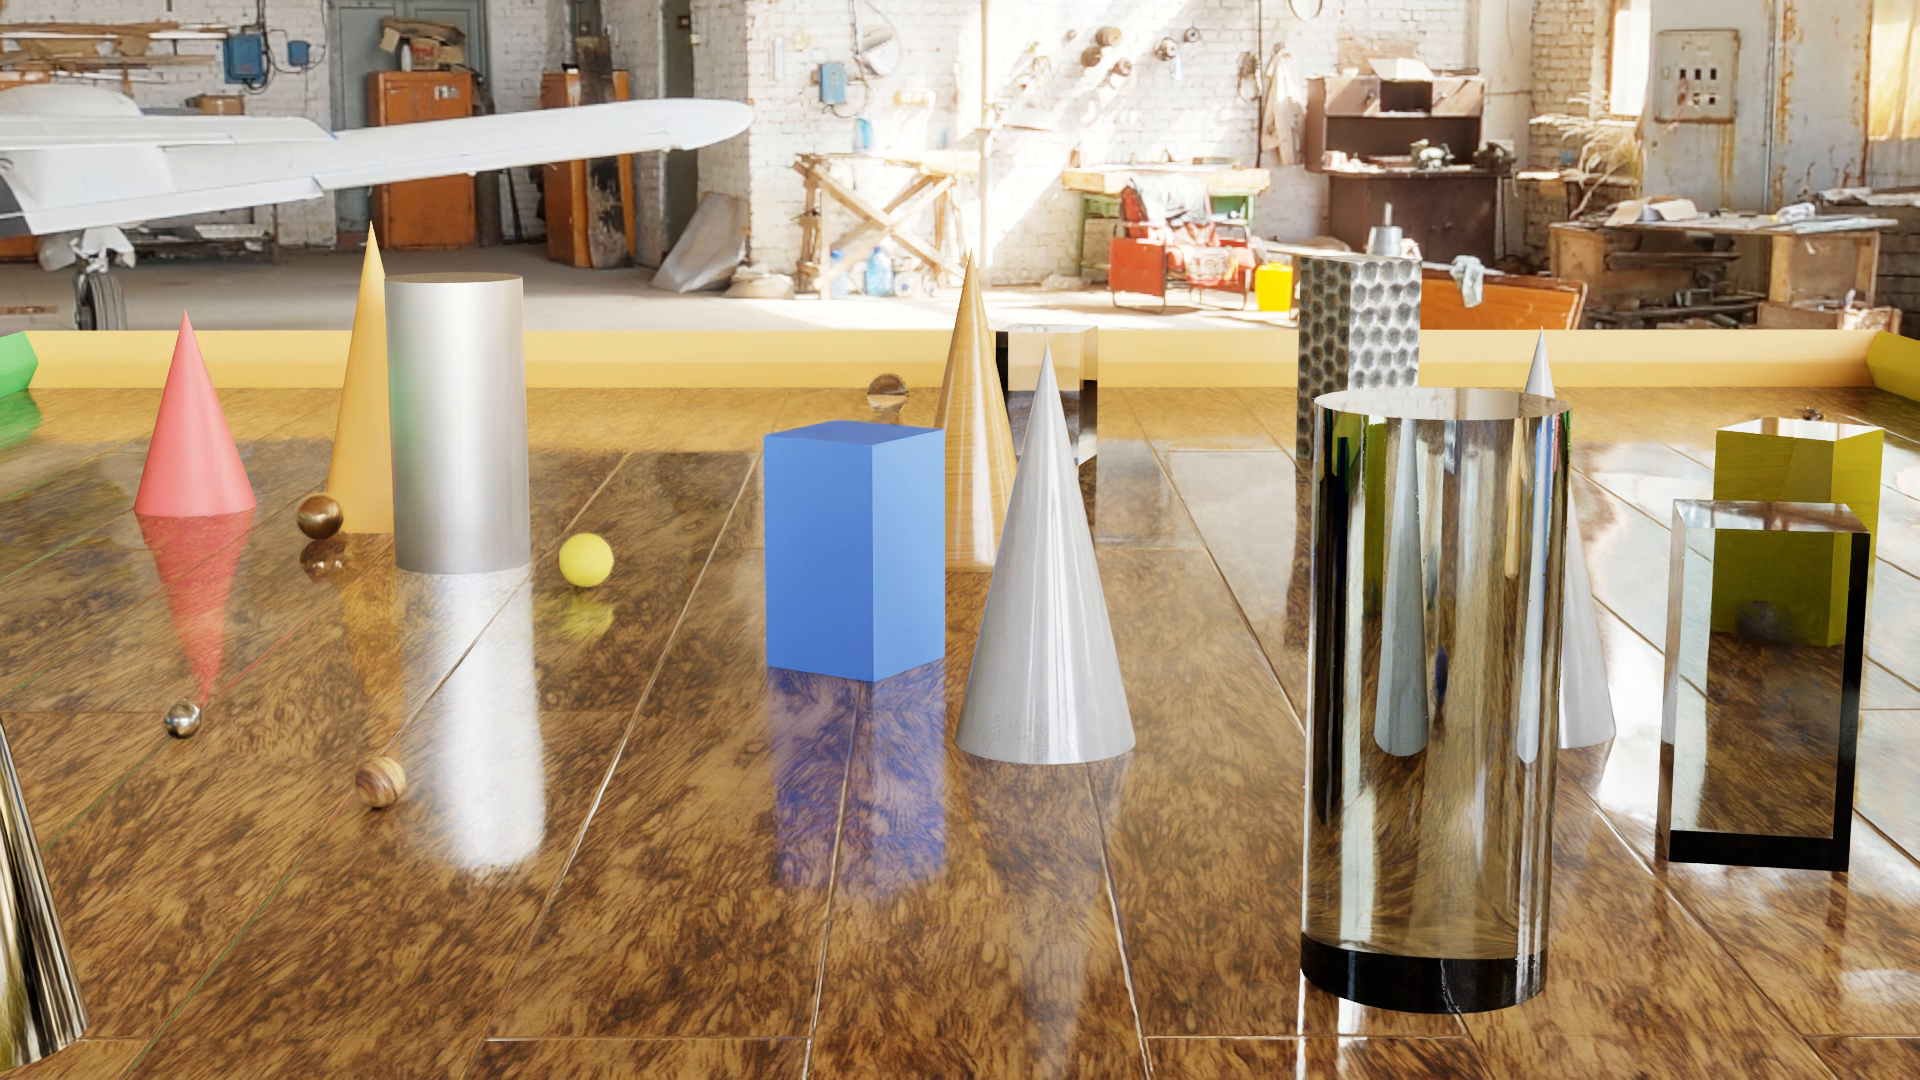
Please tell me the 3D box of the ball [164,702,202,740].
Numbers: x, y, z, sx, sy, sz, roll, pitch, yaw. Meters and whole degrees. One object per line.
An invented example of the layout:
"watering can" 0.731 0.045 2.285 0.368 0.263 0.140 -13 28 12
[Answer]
"ball" -0.851 0.198 2.809 0.040 0.040 0.040 0 10 0

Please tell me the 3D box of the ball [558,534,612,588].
"ball" -0.529 0.028 3.625 0.076 0.076 0.076 0 10 0

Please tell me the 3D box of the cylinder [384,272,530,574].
"cylinder" -0.738 -0.175 3.777 0.199 0.421 0.199 0 10 0

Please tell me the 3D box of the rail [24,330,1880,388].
"rail" -0.014 -0.410 5.847 4.241 0.129 0.045 0 10 0

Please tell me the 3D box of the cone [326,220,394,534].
"cone" -0.931 -0.267 4.100 0.199 0.486 0.199 0 10 0

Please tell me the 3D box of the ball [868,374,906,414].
"ball" -0.154 -0.308 5.430 0.082 0.082 0.082 0 10 0

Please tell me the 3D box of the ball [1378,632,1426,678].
"ball" 0.532 0.138 3.090 0.056 0.056 0.056 0 10 0

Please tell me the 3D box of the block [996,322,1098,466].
"block" 0.163 -0.275 4.803 0.159 0.245 0.159 3 11 15

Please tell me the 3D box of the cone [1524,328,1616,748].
"cone" 0.632 -0.013 2.826 0.199 0.448 0.199 0 10 0

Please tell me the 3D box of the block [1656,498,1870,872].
"block" 0.750 0.132 2.410 0.159 0.315 0.159 2 11 11

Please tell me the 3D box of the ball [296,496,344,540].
"ball" -0.995 -0.035 3.987 0.069 0.069 0.069 0 10 0

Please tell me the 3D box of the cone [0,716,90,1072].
"cone" -0.768 0.133 1.910 0.199 0.495 0.199 0 10 0

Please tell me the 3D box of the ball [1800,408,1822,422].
"ball" 1.727 -0.246 5.202 0.043 0.043 0.043 0 10 0

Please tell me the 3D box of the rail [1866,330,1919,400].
"rail" 2.097 0.031 3.461 0.045 0.129 4.925 0 10 0

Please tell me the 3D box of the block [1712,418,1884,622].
"block" 1.103 -0.020 3.390 0.159 0.257 0.159 9 14 41

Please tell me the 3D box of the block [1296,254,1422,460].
"block" 0.741 -0.337 4.777 0.159 0.375 0.159 -5 12 -27

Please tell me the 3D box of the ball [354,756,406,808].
"ball" -0.576 0.240 2.550 0.051 0.051 0.051 0 10 0

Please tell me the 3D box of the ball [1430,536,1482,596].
"ball" 0.694 0.036 3.562 0.085 0.085 0.085 0 10 0

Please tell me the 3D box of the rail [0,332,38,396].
"rail" -2.097 0.035 3.437 0.045 0.129 4.925 0 10 0

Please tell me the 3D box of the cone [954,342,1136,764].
"cone" 0.093 0.003 2.766 0.199 0.439 0.199 0 10 0

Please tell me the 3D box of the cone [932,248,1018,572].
"cone" 0.017 -0.201 3.792 0.199 0.467 0.199 0 10 0

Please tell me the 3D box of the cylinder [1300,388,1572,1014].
"cylinder" 0.377 0.122 2.050 0.199 0.466 0.199 0 10 0

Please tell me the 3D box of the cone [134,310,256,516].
"cone" -1.279 -0.219 4.263 0.199 0.331 0.199 0 10 0

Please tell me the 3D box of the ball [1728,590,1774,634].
"ball" 1.027 0.093 3.333 0.055 0.055 0.055 0 10 0

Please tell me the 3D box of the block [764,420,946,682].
"block" -0.128 0.009 3.152 0.159 0.286 0.159 7 12 32
